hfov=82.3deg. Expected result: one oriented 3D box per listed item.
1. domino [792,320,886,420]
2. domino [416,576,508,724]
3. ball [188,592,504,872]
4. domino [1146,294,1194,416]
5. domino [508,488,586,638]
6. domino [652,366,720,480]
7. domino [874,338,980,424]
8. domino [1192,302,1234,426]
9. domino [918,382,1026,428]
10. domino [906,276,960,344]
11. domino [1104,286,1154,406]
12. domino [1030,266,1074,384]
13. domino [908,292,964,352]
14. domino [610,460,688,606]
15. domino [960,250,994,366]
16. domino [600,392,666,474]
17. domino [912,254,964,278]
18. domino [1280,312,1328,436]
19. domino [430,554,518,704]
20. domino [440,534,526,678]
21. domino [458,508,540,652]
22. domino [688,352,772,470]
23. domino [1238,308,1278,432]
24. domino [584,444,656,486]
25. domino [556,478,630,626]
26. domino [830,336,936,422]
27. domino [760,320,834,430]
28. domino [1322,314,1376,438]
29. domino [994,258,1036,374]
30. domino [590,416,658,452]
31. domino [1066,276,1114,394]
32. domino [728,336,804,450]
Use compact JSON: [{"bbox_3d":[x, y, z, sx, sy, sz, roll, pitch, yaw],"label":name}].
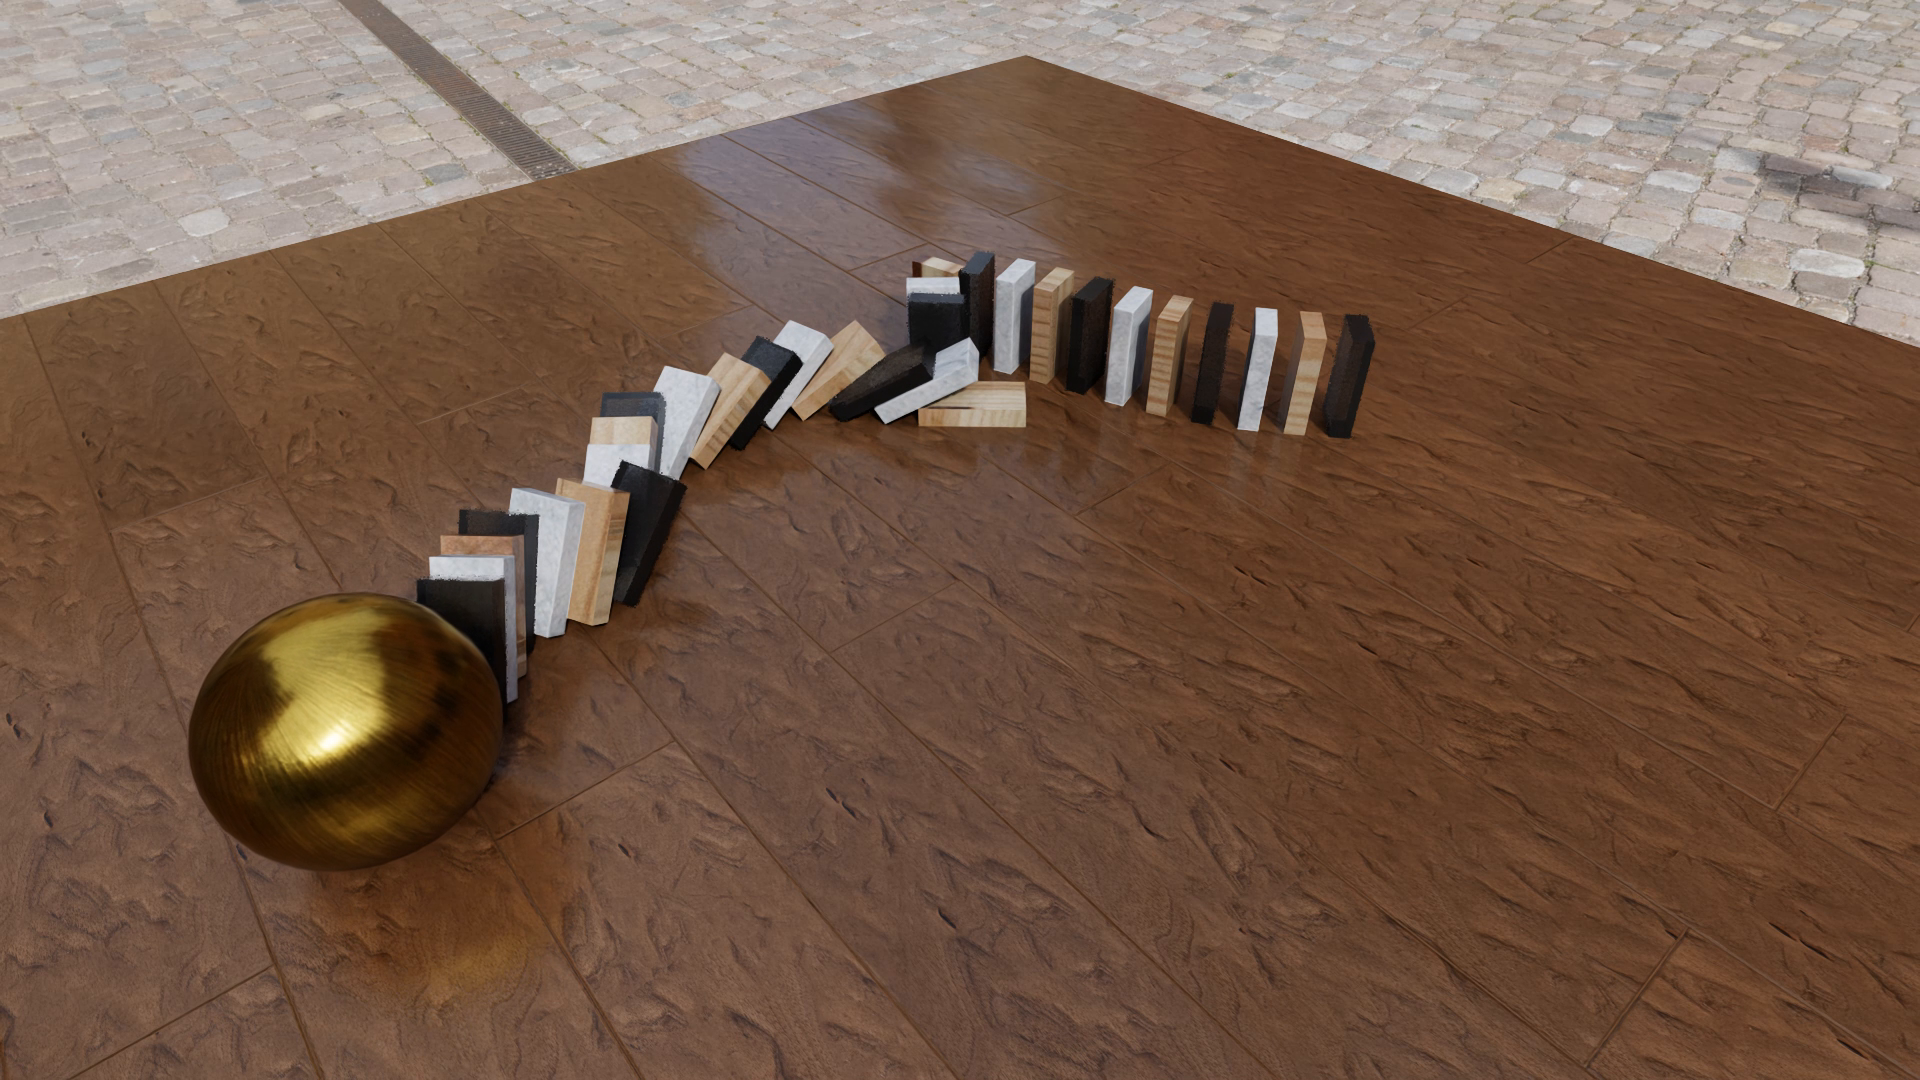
[{"bbox_3d":[-0.062,-0.081,0.525,0.050,0.010,0.025,-39,47,-2],"label":"domino"},{"bbox_3d":[-0.166,0.038,0.368,0.025,0.050,0.009,1,5,1],"label":"domino"},{"bbox_3d":[-0.176,0.055,0.321,0.080,0.080,0.080,0,39,0],"label":"ball"},{"bbox_3d":[0.098,-0.086,0.517,0.010,0.050,0.025,17,42,19],"label":"domino"},{"bbox_3d":[-0.155,0.008,0.404,0.025,0.050,0.009,14,8,17],"label":"domino"},{"bbox_3d":[-0.128,-0.050,0.485,0.025,0.010,0.050,16,75,19],"label":"domino"},{"bbox_3d":[-0.015,-0.075,0.515,0.050,0.010,0.025,-23,35,20],"label":"domino"},{"bbox_3d":[0.117,-0.082,0.511,0.009,0.050,0.025,11,41,13],"label":"domino"},{"bbox_3d":[0.006,-0.065,0.523,0.050,0.010,0.025,1,39,1],"label":"domino"},{"bbox_3d":[-0.013,-0.103,0.537,0.025,0.050,0.010,-1,39,-1],"label":"domino"},{"bbox_3d":[0.080,-0.092,0.524,0.010,0.050,0.025,19,43,22],"label":"domino"},{"bbox_3d":[0.045,-0.105,0.540,0.010,0.050,0.025,20,43,22],"label":"domino"},{"bbox_3d":[-0.011,-0.092,0.524,0.025,0.050,0.009,3,39,3],"label":"domino"},{"bbox_3d":[-0.127,-0.003,0.422,0.025,0.009,0.050,20,82,15],"label":"domino"},{"bbox_3d":[0.009,-0.116,0.553,0.010,0.050,0.025,12,41,14],"label":"domino"},{"bbox_3d":[-0.142,-0.039,0.471,0.025,0.010,0.050,-1,70,2],"label":"domino"},{"bbox_3d":[-0.011,-0.116,0.553,0.025,0.050,0.009,24,45,26],"label":"domino"},{"bbox_3d":[0.157,-0.076,0.504,0.009,0.050,0.025,5,40,7],"label":"domino"},{"bbox_3d":[-0.166,0.030,0.377,0.025,0.050,0.009,1,5,1],"label":"domino"},{"bbox_3d":[-0.167,0.023,0.386,0.025,0.050,0.010,1,5,1],"label":"domino"},{"bbox_3d":[-0.167,0.015,0.396,0.025,0.050,0.010,5,5,7],"label":"domino"},{"bbox_3d":[-0.110,-0.059,0.496,0.025,0.010,0.050,28,77,30],"label":"domino"},{"bbox_3d":[0.137,-0.078,0.507,0.009,0.050,0.025,8,40,9],"label":"domino"},{"bbox_3d":[-0.138,-0.014,0.441,0.025,0.009,0.050,0,70,0],"label":"domino"},{"bbox_3d":[-0.140,0.004,0.409,0.025,0.050,0.010,14,8,17],"label":"domino"},{"bbox_3d":[-0.036,-0.076,0.517,0.050,0.009,0.025,-22,34,21],"label":"domino"},{"bbox_3d":[-0.084,-0.078,0.519,0.025,0.010,0.050,27,77,33],"label":"domino"},{"bbox_3d":[0.177,-0.074,0.502,0.009,0.050,0.025,5,40,6],"label":"domino"},{"bbox_3d":[0.027,-0.111,0.547,0.009,0.050,0.025,18,43,21],"label":"domino"},{"bbox_3d":[-0.141,-0.026,0.456,0.025,0.010,0.050,-1,70,1],"label":"domino"},{"bbox_3d":[0.063,-0.098,0.532,0.010,0.050,0.025,20,43,23],"label":"domino"},{"bbox_3d":[-0.097,-0.068,0.507,0.025,0.010,0.050,27,76,31],"label":"domino"}]
